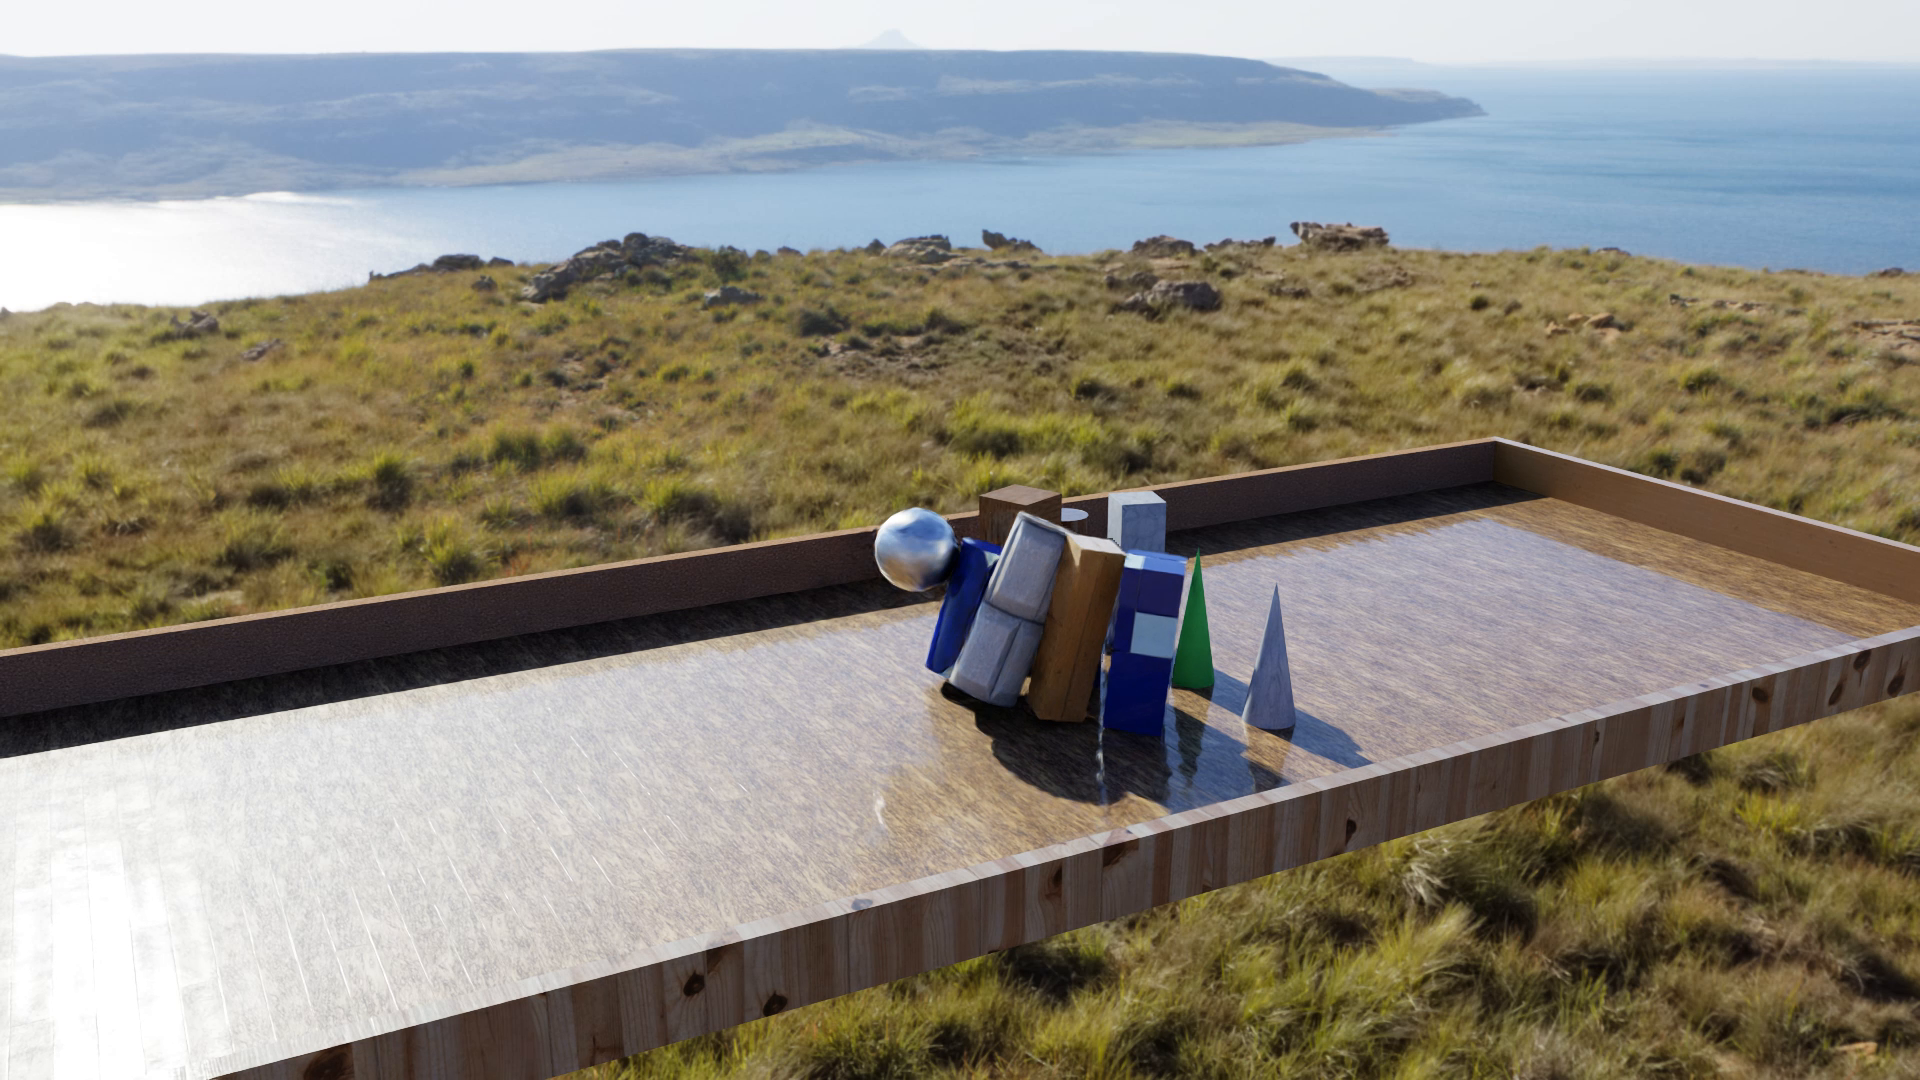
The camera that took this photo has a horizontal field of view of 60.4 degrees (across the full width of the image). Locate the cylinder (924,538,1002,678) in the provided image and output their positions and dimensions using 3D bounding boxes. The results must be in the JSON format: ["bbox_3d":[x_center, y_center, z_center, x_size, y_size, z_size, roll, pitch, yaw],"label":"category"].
[{"bbox_3d":[0.034,0.177,4.109,0.158,0.330,0.158,17,8,-3],"label":"cylinder"}]

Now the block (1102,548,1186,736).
[{"bbox_3d":[0.428,0.237,3.826,0.137,0.395,0.137,8,17,8],"label":"block"}]

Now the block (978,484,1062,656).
[{"bbox_3d":[0.157,0.083,4.327,0.153,0.419,0.153,13,21,38],"label":"block"}]

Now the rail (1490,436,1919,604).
[{"bbox_3d":[2.466,-0.048,5.253,0.050,0.150,2.100,-9,18,-27],"label":"rail"}]

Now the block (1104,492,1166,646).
[{"bbox_3d":[0.461,0.085,4.346,0.119,0.406,0.119,-3,17,-11],"label":"block"}]

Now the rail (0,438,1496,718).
[{"bbox_3d":[-3.305,0.497,3.399,12.000,0.150,0.050,-9,18,-27],"label":"rail"}]

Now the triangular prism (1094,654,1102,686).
[{"bbox_3d":[0.275,0.193,4.129,0.151,0.319,0.130,1,15,-3],"label":"triangular prism"}]

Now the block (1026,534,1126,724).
[{"bbox_3d":[0.270,0.209,3.864,0.111,0.423,0.111,8,16,-17],"label":"block"}]

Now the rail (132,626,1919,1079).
[{"bbox_3d":[-2.336,1.006,1.665,12.000,0.150,0.050,-9,18,-27],"label":"rail"}]

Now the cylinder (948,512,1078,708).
[{"bbox_3d":[0.135,0.167,3.948,0.170,0.440,0.170,22,5,-2],"label":"cylinder"}]

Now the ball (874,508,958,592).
[{"bbox_3d":[-0.108,0.024,4.074,0.206,0.206,0.206,0,16,0],"label":"ball"}]

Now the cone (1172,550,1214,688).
[{"bbox_3d":[0.586,0.184,4.104,0.109,0.351,0.109,0,16,0],"label":"cone"}]

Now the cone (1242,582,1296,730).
[{"bbox_3d":[0.733,0.259,3.864,0.127,0.344,0.127,0,16,0],"label":"cone"}]

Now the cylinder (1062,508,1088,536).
[{"bbox_3d":[0.286,0.074,4.571,0.133,0.300,0.133,0,16,0],"label":"cylinder"}]
